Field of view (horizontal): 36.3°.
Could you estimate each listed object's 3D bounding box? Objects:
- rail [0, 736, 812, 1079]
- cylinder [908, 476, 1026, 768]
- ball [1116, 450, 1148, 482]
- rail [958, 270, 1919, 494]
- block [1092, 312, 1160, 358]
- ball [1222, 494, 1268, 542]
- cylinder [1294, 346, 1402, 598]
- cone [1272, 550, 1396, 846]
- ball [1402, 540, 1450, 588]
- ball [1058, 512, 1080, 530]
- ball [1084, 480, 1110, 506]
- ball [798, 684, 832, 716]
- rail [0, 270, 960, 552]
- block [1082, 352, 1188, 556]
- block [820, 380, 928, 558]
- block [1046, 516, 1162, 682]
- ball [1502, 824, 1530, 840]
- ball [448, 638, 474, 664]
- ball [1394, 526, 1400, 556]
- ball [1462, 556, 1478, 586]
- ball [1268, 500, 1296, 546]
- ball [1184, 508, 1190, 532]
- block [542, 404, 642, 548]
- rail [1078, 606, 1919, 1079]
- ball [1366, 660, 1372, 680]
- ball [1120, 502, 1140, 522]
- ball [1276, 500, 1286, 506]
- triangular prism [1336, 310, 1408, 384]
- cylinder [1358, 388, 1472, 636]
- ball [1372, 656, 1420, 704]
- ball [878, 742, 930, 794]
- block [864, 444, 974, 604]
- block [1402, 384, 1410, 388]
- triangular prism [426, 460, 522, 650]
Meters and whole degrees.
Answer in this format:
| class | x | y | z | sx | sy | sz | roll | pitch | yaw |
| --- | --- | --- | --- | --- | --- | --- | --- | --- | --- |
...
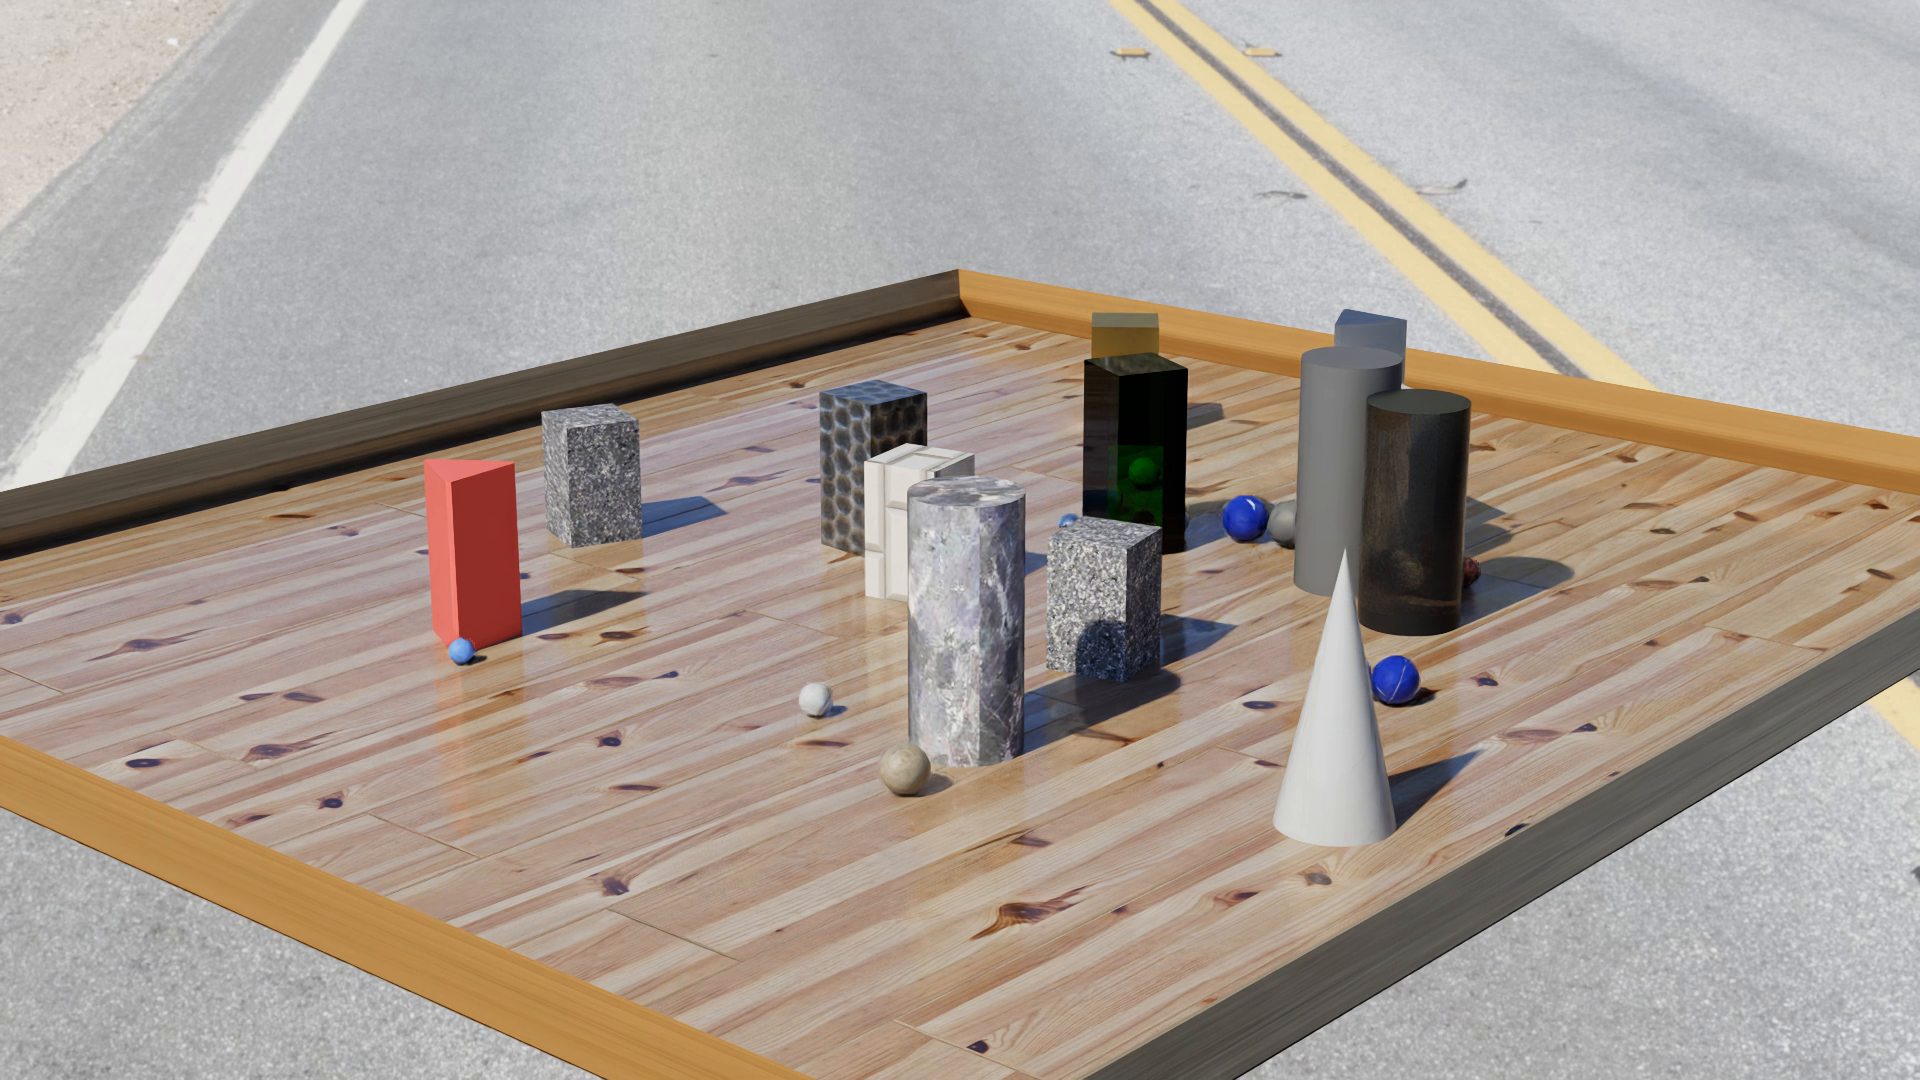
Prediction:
| class | x | y | z | sx | sy | sz | roll | pitch | yaw |
| --- | --- | --- | --- | --- | --- | --- | --- | --- | --- |
| rail | -1.076 | 0.389 | 3.936 | 2.903 | 0.112 | 0.045 | 14 | 22 | 39 |
| cylinder | 0.009 | 0.119 | 4.337 | 0.173 | 0.397 | 0.173 | 0 | 17 | 0 |
| ball | 0.338 | -0.145 | 5.779 | 0.063 | 0.063 | 0.063 | 0 | 17 | 0 |
| rail | 1.076 | -0.332 | 6.308 | 2.903 | 0.112 | 0.045 | 14 | 22 | 39 |
| block | 0.344 | -0.343 | 6.132 | 0.138 | 0.238 | 0.138 | 1 | 17 | 3 |
| ball | 0.525 | -0.040 | 5.396 | 0.087 | 0.087 | 0.087 | 0 | 17 | 0 |
| cylinder | 0.674 | -0.119 | 5.103 | 0.173 | 0.407 | 0.173 | 0 | 17 | 0 |
| cone | 0.525 | 0.203 | 4.049 | 0.173 | 0.404 | 0.173 | 0 | 17 | 0 |
| ball | 0.815 | 0.041 | 5.134 | 0.082 | 0.082 | 0.082 | 0 | 17 | 0 |
| ball | 0.204 | -0.026 | 5.415 | 0.048 | 0.048 | 0.048 | 0 | 17 | 0 |
| ball | 0.263 | -0.090 | 5.619 | 0.052 | 0.052 | 0.052 | 0 | 17 | 0 |
| ball | -0.223 | 0.246 | 4.513 | 0.051 | 0.051 | 0.051 | 0 | 17 | 0 |
| rail | -1.078 | -0.244 | 6.018 | 0.045 | 0.112 | 3.330 | 14 | 22 | 39 |
| block | 0.316 | -0.152 | 5.322 | 0.138 | 0.344 | 0.138 | -7 | 18 | -23 |
| block | -0.157 | -0.130 | 5.343 | 0.138 | 0.288 | 0.138 | -16 | 23 | -41 |
| block | 0.233 | 0.094 | 4.723 | 0.138 | 0.221 | 0.138 | 9 | 19 | 26 |
| ball | 0.760 | 0.413 | 3.947 | 0.061 | 0.061 | 0.061 | 0 | 17 | 0 |
| ball | -0.808 | 0.180 | 4.749 | 0.041 | 0.041 | 0.041 | 0 | 17 | 0 |
| ball | 0.756 | 0.001 | 5.279 | 0.075 | 0.075 | 0.075 | 0 | 17 | 0 |
| ball | 0.883 | 0.055 | 5.140 | 0.052 | 0.052 | 0.052 | 0 | 17 | 0 |
| ball | 0.606 | -0.030 | 5.365 | 0.085 | 0.085 | 0.085 | 0 | 17 | 0 |
| ball | 0.396 | -0.038 | 5.430 | 0.061 | 0.061 | 0.061 | 0 | 17 | 0 |
| block | -0.680 | -0.120 | 5.416 | 0.138 | 0.227 | 0.138 | -8 | 19 | -26 |
| rail | 1.078 | 0.300 | 4.227 | 0.045 | 0.112 | 3.330 | 14 | 22 | 39 |
| ball | 0.598 | 0.209 | 4.569 | 0.085 | 0.085 | 0.085 | 0 | 17 | 0 |
| ball | 0.320 | -0.050 | 5.507 | 0.040 | 0.040 | 0.040 | 0 | 17 | 0 |
| ball | 0.610 | -0.052 | 5.505 | 0.045 | 0.045 | 0.045 | 0 | 17 | 0 |
| triangular prism | 0.783 | -0.287 | 5.807 | 0.150 | 0.320 | 0.130 | -5 | 18 | -16 |
| cylinder | 0.759 | -0.047 | 4.910 | 0.173 | 0.382 | 0.173 | 0 | 17 | 0 |
| ball | 0.678 | 0.218 | 4.563 | 0.076 | 0.076 | 0.076 | 0 | 17 | 0 |
| ball | -0.079 | 0.328 | 4.205 | 0.074 | 0.074 | 0.074 | 0 | 17 | 0 |
| block | -0.069 | -0.026 | 5.082 | 0.138 | 0.242 | 0.138 | 10 | 19 | 29 |
| block | 0.770 | -0.135 | 5.378 | 0.138 | 0.277 | 0.138 | -7 | 18 | -23 |
| triangular prism | -0.829 | 0.020 | 4.838 | 0.130 | 0.295 | 0.150 | 12 | 21 | 35 |
